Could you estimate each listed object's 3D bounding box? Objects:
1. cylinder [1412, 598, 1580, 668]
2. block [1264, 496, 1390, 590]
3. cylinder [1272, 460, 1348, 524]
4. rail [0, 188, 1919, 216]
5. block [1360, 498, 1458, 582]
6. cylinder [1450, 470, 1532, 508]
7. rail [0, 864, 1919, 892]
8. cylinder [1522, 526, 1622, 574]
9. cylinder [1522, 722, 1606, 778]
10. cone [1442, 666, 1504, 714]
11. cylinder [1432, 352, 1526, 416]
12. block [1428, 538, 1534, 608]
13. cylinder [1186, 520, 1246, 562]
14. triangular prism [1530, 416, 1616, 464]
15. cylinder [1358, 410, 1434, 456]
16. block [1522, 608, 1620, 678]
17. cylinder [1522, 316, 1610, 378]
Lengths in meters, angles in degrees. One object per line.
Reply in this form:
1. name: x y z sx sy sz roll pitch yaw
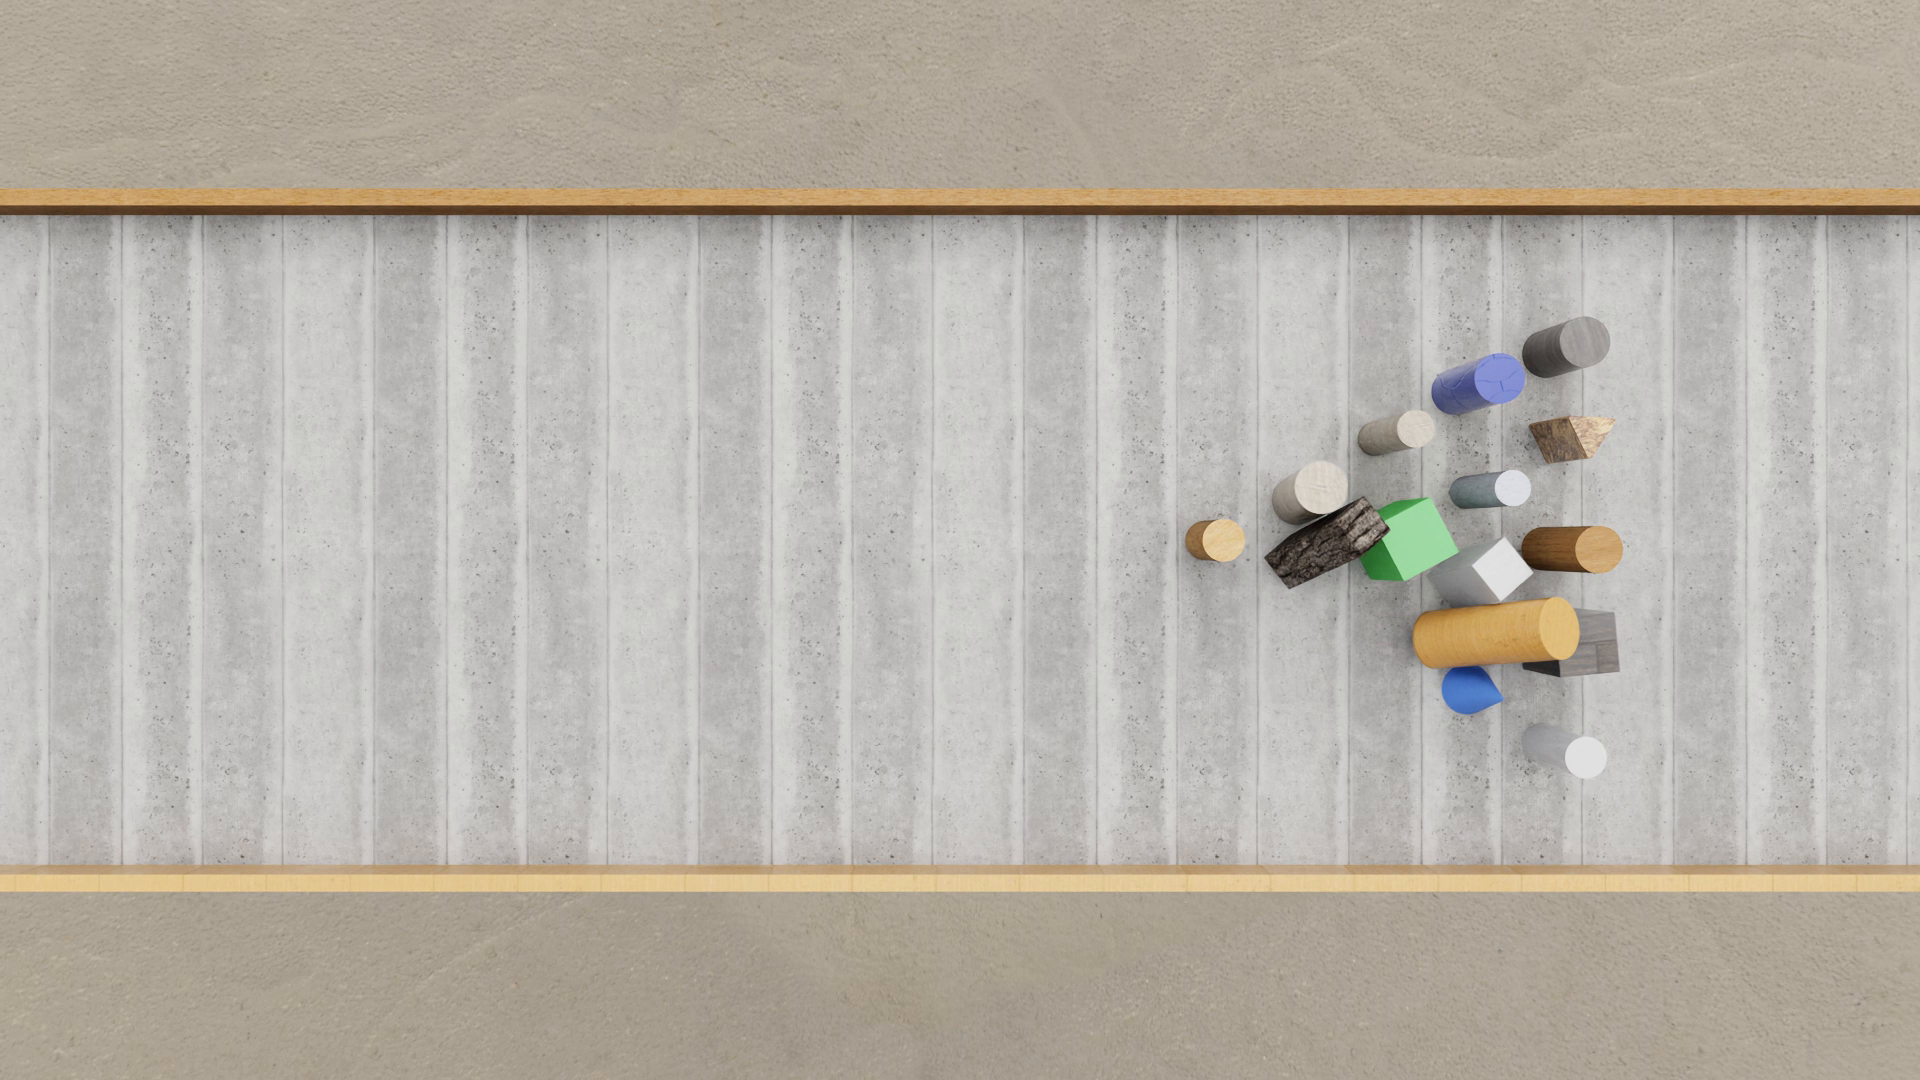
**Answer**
1. cylinder: 1.565 0.276 4.838 0.178 0.455 0.178 5 80 -33
2. block: 1.072 0.013 4.843 0.124 0.450 0.124 -38 89 -21
3. cylinder: 1.028 -0.135 4.862 0.151 0.419 0.151 0 86 2
4. rail: -2.247 -1.025 5.002 12.000 0.150 0.050 0 90 0
5. block: 1.303 -0.001 4.895 0.178 0.360 0.178 -28 90 -1
6. cylinder: 1.558 -0.146 4.861 0.102 0.431 0.102 0 90 0
7. rail: -2.247 1.025 5.001 12.000 0.150 0.050 0 90 0
8. cylinder: 1.795 0.027 4.853 0.134 0.446 0.134 0 90 0
9. cylinder: 1.790 0.622 4.896 0.120 0.361 0.120 0 90 0
10. cone: 1.561 0.458 4.900 0.157 0.352 0.157 0 90 0
11. cylinder: 1.522 -0.456 4.863 0.143 0.426 0.143 0 90 0
12. block: 1.545 0.102 4.913 0.133 0.308 0.133 -39 90 -11
13. cylinder: 0.754 0.001 4.895 0.122 0.364 0.122 0 90 0
14. triangular prism: 1.800 -0.323 4.909 0.117 0.335 0.135 34 90 0
15. cylinder: 1.277 -0.312 4.848 0.106 0.457 0.106 0 90 0
16. block: 1.812 0.303 4.920 0.174 0.313 0.174 -5 90 0
17. cylinder: 1.803 -0.572 4.918 0.147 0.317 0.147 0 90 0
